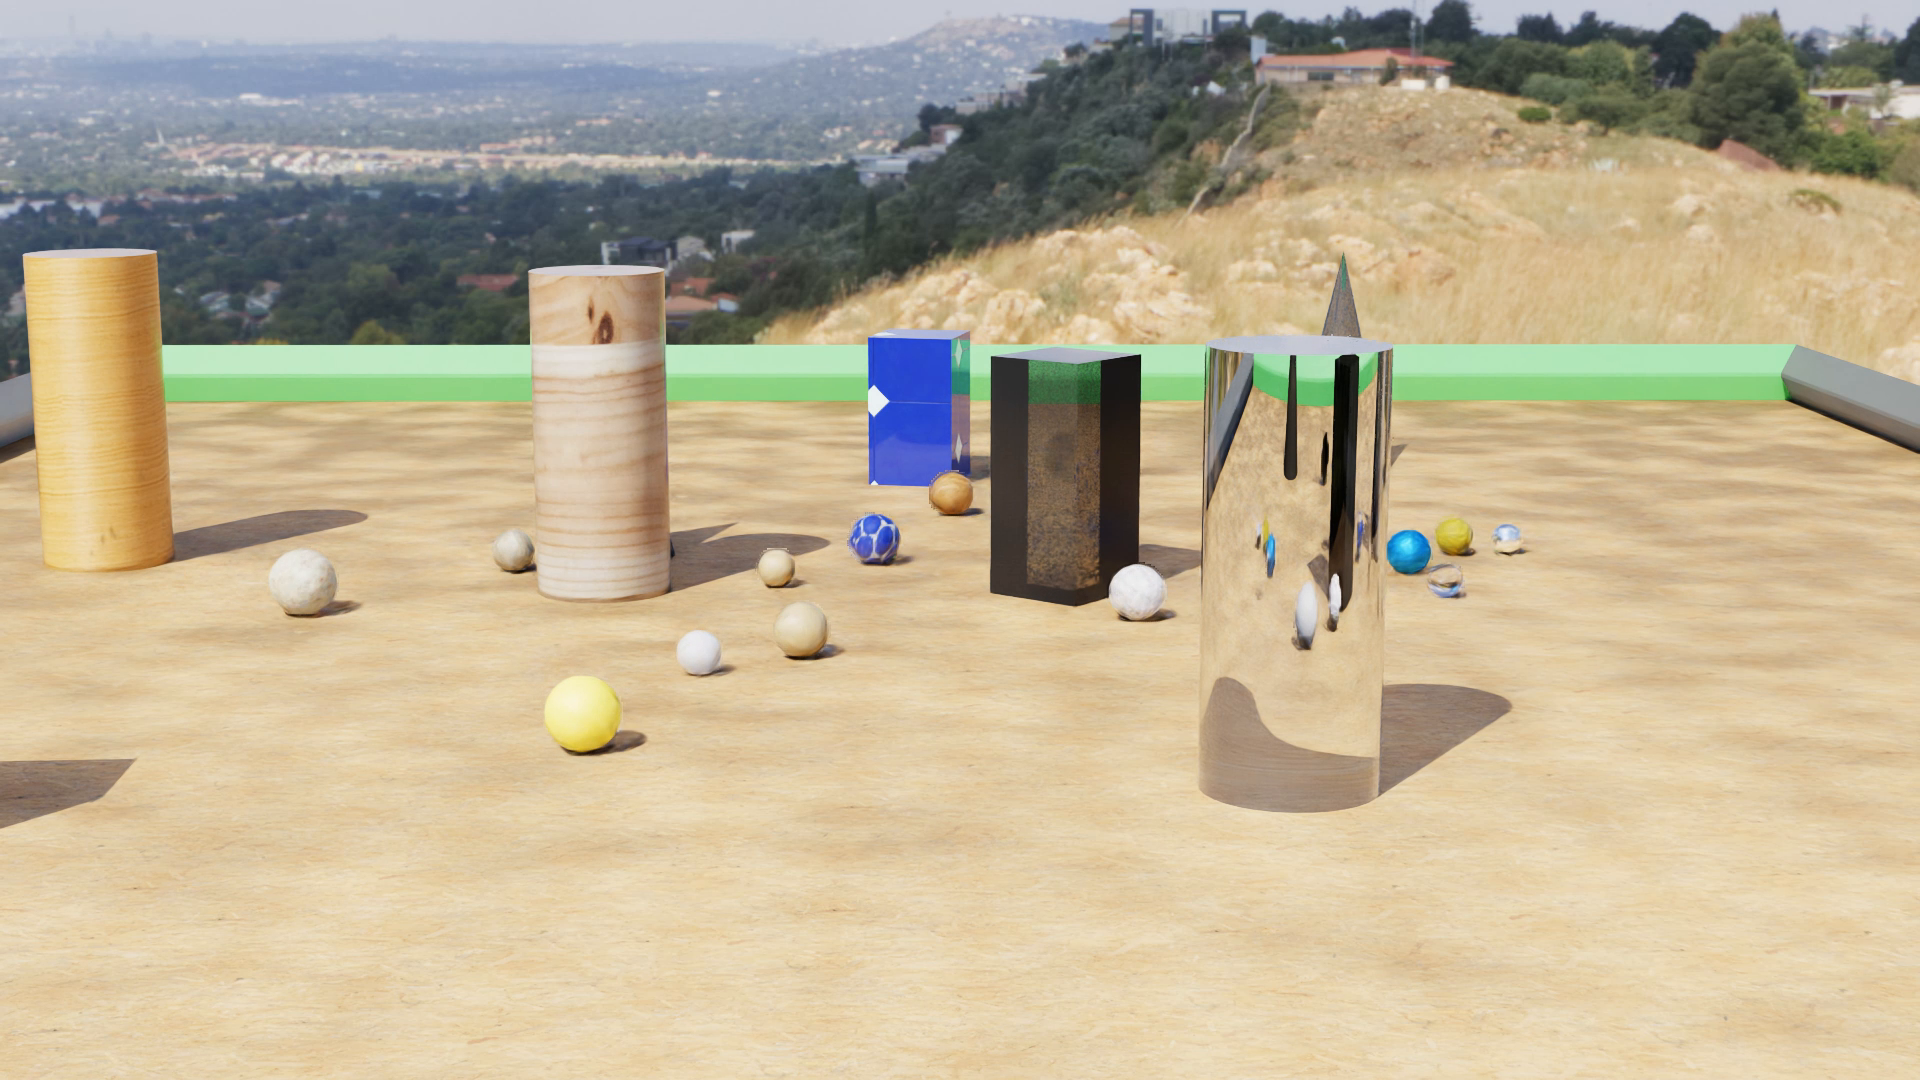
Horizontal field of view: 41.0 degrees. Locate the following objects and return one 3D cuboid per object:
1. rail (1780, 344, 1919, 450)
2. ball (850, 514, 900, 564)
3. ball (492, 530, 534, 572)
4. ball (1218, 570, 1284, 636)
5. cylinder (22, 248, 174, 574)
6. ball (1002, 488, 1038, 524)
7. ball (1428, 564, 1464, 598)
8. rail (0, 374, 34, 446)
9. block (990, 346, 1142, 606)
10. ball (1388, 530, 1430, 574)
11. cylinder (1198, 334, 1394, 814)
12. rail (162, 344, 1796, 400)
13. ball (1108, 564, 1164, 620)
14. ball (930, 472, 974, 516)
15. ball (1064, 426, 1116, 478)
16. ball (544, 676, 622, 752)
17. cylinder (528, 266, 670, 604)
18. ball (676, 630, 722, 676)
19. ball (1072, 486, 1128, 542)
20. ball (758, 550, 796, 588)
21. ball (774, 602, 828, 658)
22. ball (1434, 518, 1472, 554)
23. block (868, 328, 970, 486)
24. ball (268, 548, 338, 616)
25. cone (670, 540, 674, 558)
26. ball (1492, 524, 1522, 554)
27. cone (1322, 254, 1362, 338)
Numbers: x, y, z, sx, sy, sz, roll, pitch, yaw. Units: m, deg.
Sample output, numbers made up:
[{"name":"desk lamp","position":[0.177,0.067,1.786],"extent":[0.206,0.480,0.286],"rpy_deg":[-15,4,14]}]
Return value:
[{"name":"rail","position":[1.798,0.029,3.460],"extent":[0.045,0.120,4.267],"rpy_deg":[0,11,0]},{"name":"ball","position":[-0.124,-0.001,3.746],"extent":[0.075,0.075,0.075],"rpy_deg":[0,11,0]},{"name":"ball","position":[-0.644,0.016,3.698],"extent":[0.060,0.060,0.060],"rpy_deg":[0,11,0]},{"name":"ball","position":[0.372,0.081,3.282],"extent":[0.084,0.084,0.084],"rpy_deg":[0,11,0]},{"name":"cylinder","position":[-1.253,-0.191,3.738],"extent":[0.184,0.452,0.184],"rpy_deg":[0,11,0]},{"name":"ball","position":[0.096,-0.054,4.081],"extent":[0.055,0.055,0.055],"rpy_deg":[0,11,0]},{"name":"ball","position":[0.665,0.056,3.514],"extent":[0.048,0.048,0.048],"rpy_deg":[0,11,0]},{"name":"rail","position":[-1.798,0.033,3.440],"extent":[0.045,0.120,4.267],"rpy_deg":[0,11,0]},{"name":"block","position":[0.145,-0.091,3.533],"extent":[0.147,0.329,0.147],"rpy_deg":[8,14,38]},{"name":"ball","position":[0.644,0.017,3.682],"extent":[0.064,0.064,0.064],"rpy_deg":[0,11,0]},{"name":"cylinder","position":[0.333,0.029,2.563],"extent":[0.184,0.450,0.184],"rpy_deg":[0,11,0]},{"name":"rail","position":[-0.012,-0.357,5.524],"extent":[3.643,0.120,0.045],"rpy_deg":[0,11,0]},{"name":"ball","position":[0.233,0.069,3.376],"extent":[0.074,0.074,0.074],"rpy_deg":[0,11,0]},{"name":"ball","position":[-0.013,-0.075,4.153],"extent":[0.070,0.070,0.070],"rpy_deg":[0,11,0]},{"name":"ball","position":[0.228,-0.155,4.524],"extent":[0.092,0.092,0.092],"rpy_deg":[0,11,0]},{"name":"ball","position":[-0.402,0.185,2.734],"extent":[0.082,0.082,0.082],"rpy_deg":[0,11,0]},{"name":"cylinder","position":[-0.495,-0.149,3.533],"extent":[0.184,0.444,0.184],"rpy_deg":[0,11,0]},{"name":"ball","position":[-0.312,0.135,3.075],"extent":[0.054,0.054,0.054],"rpy_deg":[0,11,0]},{"name":"ball","position":[0.214,-0.039,3.918],"extent":[0.086,0.086,0.086],"rpy_deg":[0,11,0]},{"name":"ball","position":[-0.257,0.040,3.589],"extent":[0.053,0.053,0.053],"rpy_deg":[0,11,0]},{"name":"ball","position":[-0.196,0.111,3.164],"extent":[0.069,0.069,0.069],"rpy_deg":[0,11,0]},{"name":"ball","position":[0.736,-0.006,3.823],"extent":[0.056,0.056,0.056],"rpy_deg":[0,11,0]},{"name":"block","position":[-0.070,-0.233,4.490],"extent":[0.147,0.257,0.147],"rpy_deg":[2,11,13]},{"name":"ball","position":[-0.872,0.056,3.406],"extent":[0.088,0.088,0.088],"rpy_deg":[0,11,0]},{"name":"cone","position":[-0.517,-0.155,3.790],"extent":[0.184,0.361,0.184],"rpy_deg":[0,11,0]},{"name":"ball","position":[0.816,-0.002,3.830],"extent":[0.046,0.046,0.046],"rpy_deg":[0,11,0]},{"name":"cone","position":[0.684,-0.323,4.606],"extent":[0.184,0.391,0.184],"rpy_deg":[0,11,0]}]
